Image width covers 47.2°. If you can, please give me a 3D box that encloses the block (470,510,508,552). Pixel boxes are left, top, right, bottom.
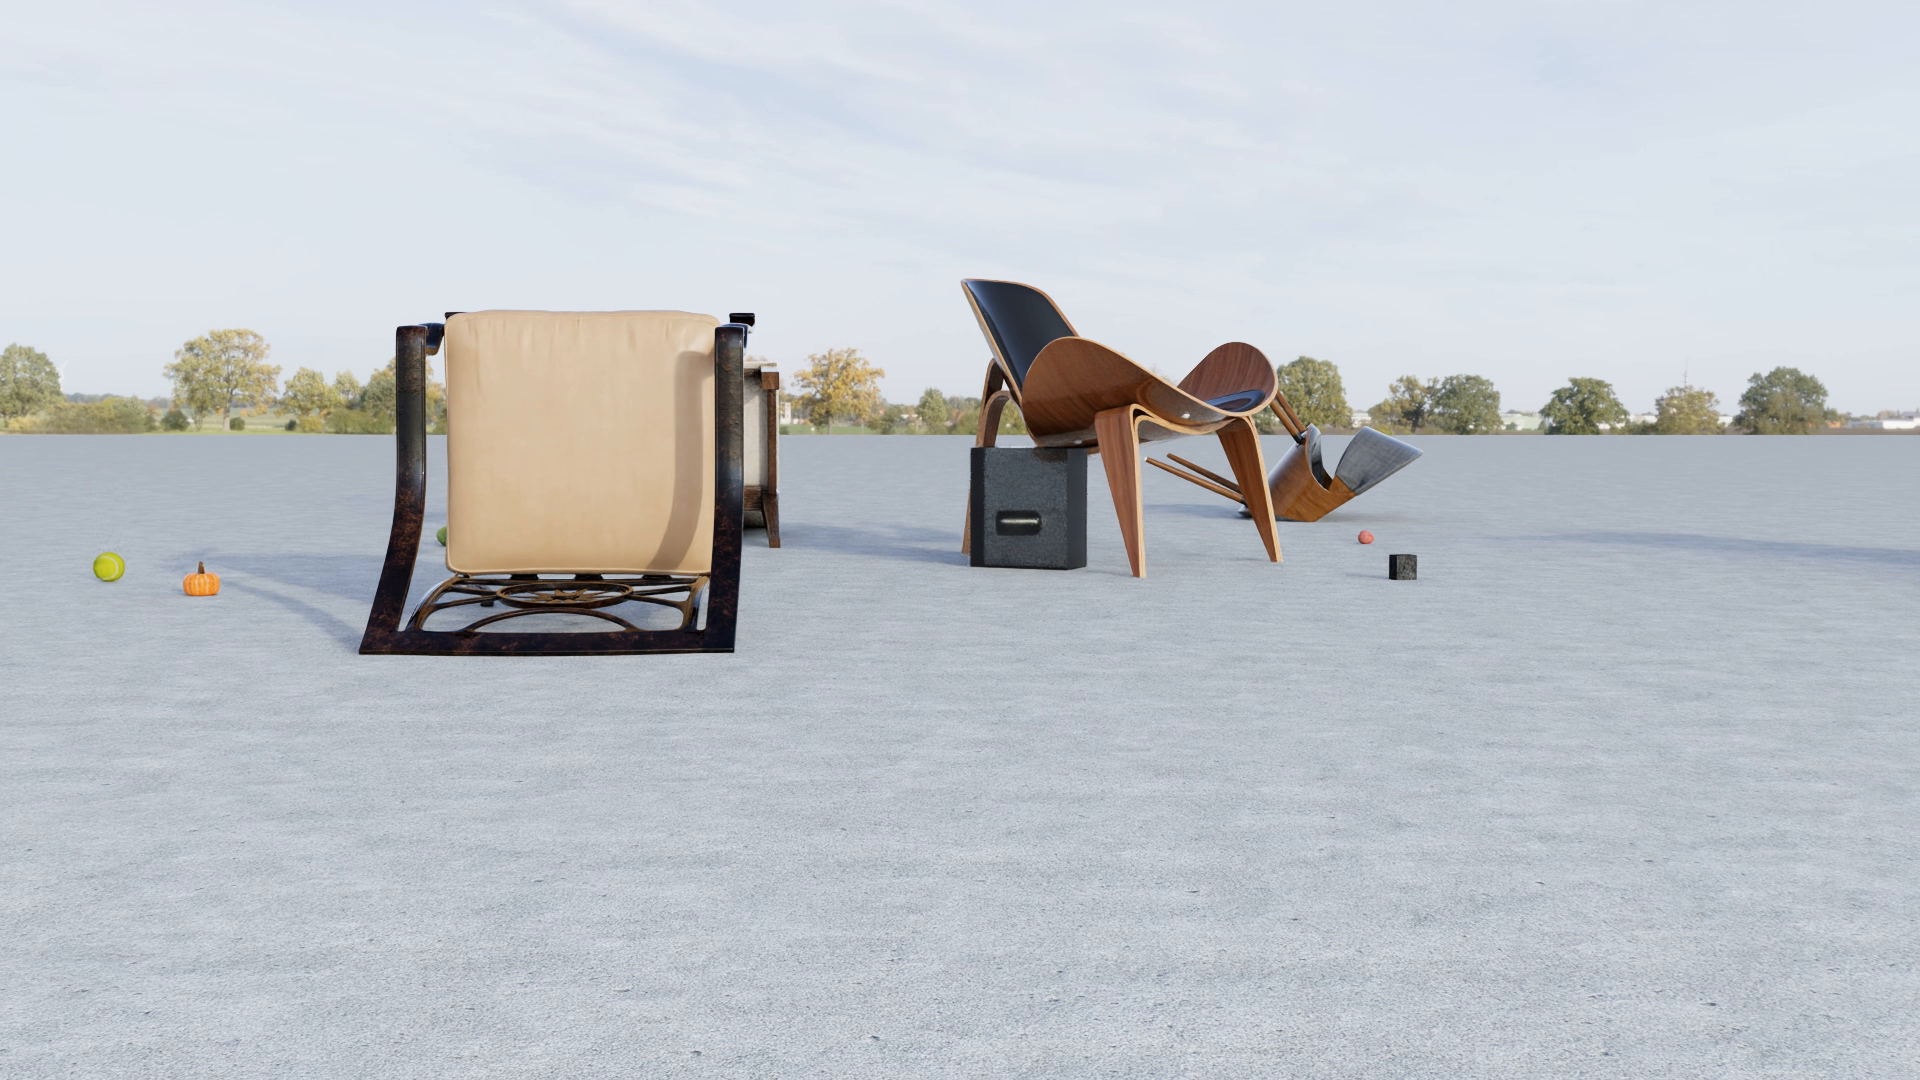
[{"bbox_3d":[-1.318,-0.028,6.143,0.098,0.110,0.131,-1,4,-15],"label":"block"}]

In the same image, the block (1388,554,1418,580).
[{"bbox_3d":[1.046,0.064,5.190,0.052,0.058,0.039,-1,4,-17],"label":"block"}]

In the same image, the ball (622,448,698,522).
[{"bbox_3d":[-1.006,-0.182,7.385,0.249,0.249,0.249,0,4,0],"label":"ball"}]

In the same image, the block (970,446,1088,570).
[{"bbox_3d":[0.174,-0.083,5.550,0.264,0.302,0.133,2,4,25],"label":"block"}]
